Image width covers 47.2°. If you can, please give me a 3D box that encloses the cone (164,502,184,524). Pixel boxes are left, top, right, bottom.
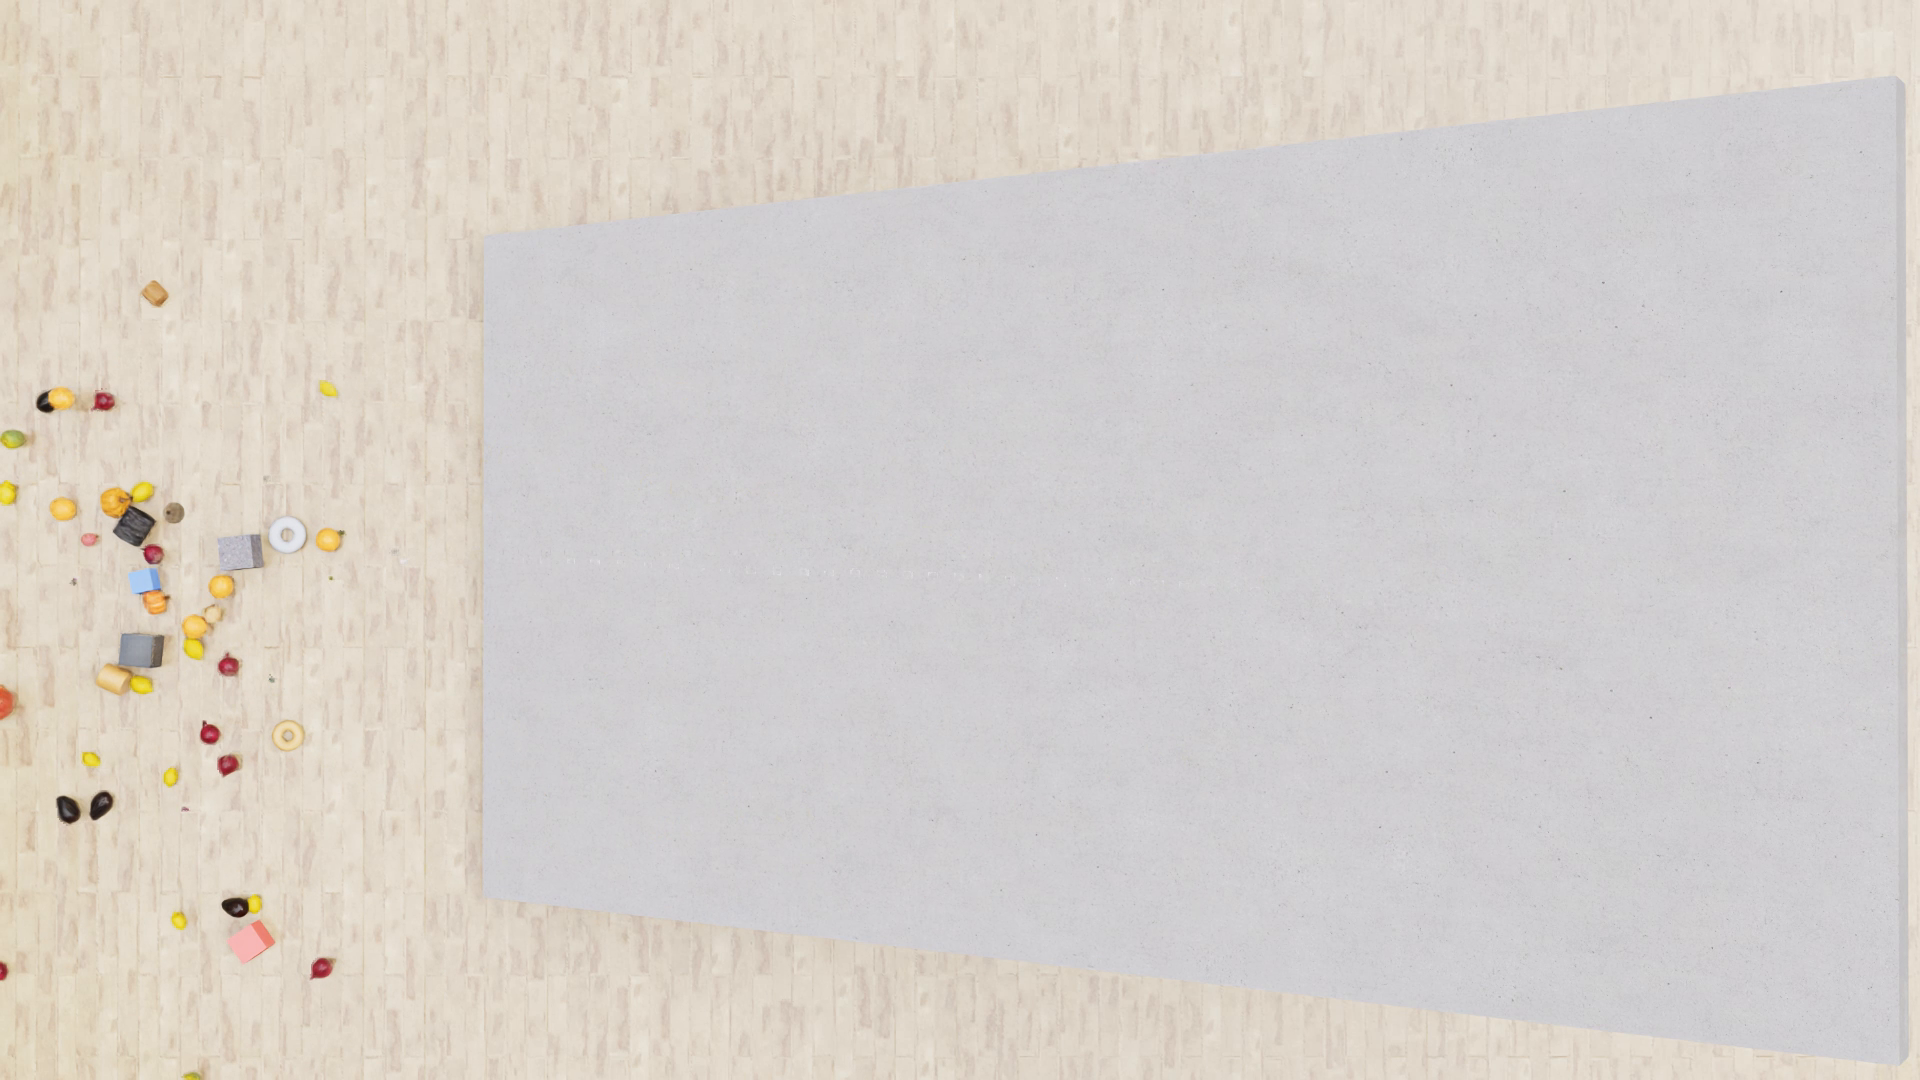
[{"bbox_3d":[-2.407,-0.083,6.700,0.067,0.067,0.067,0,90,0],"label":"cone"}]

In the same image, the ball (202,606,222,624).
[{"bbox_3d":[-2.279,0.226,6.703,0.055,0.055,0.055,0,90,0],"label":"ball"}]

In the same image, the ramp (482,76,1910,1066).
[{"bbox_3d":[0.253,0.070,5.586,4.000,0.100,2.000,0,89,34],"label":"ramp"}]

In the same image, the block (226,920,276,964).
[{"bbox_3d":[-2.152,1.220,6.678,0.088,0.088,0.088,-35,90,0],"label":"block"}]

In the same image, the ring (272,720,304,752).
[{"bbox_3d":[-2.052,0.598,6.712,0.095,0.032,0.095,0,88,-1],"label":"ring"}]

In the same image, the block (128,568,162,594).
[{"bbox_3d":[-2.484,0.126,6.699,0.066,0.066,0.066,-13,90,0],"label":"block"}]

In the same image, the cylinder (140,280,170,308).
[{"bbox_3d":[-2.456,-0.751,6.710,0.058,0.058,0.058,44,90,0],"label":"cylinder"}]

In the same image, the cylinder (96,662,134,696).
[{"bbox_3d":[-2.572,0.424,6.690,0.077,0.077,0.077,25,90,0],"label":"cylinder"}]

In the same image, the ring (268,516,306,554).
[{"bbox_3d":[-2.054,-0.015,6.714,0.116,0.039,0.116,0,88,1],"label":"ring"}]

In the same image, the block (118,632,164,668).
[{"bbox_3d":[-2.487,0.335,6.682,0.096,0.096,0.096,6,90,0],"label":"block"}]

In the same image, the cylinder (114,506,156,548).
[{"bbox_3d":[-2.511,-0.041,6.688,0.090,0.090,0.090,33,90,0],"label":"cylinder"}]

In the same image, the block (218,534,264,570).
[{"bbox_3d":[-2.186,0.038,6.682,0.100,0.100,0.100,-6,90,0],"label":"block"}]
